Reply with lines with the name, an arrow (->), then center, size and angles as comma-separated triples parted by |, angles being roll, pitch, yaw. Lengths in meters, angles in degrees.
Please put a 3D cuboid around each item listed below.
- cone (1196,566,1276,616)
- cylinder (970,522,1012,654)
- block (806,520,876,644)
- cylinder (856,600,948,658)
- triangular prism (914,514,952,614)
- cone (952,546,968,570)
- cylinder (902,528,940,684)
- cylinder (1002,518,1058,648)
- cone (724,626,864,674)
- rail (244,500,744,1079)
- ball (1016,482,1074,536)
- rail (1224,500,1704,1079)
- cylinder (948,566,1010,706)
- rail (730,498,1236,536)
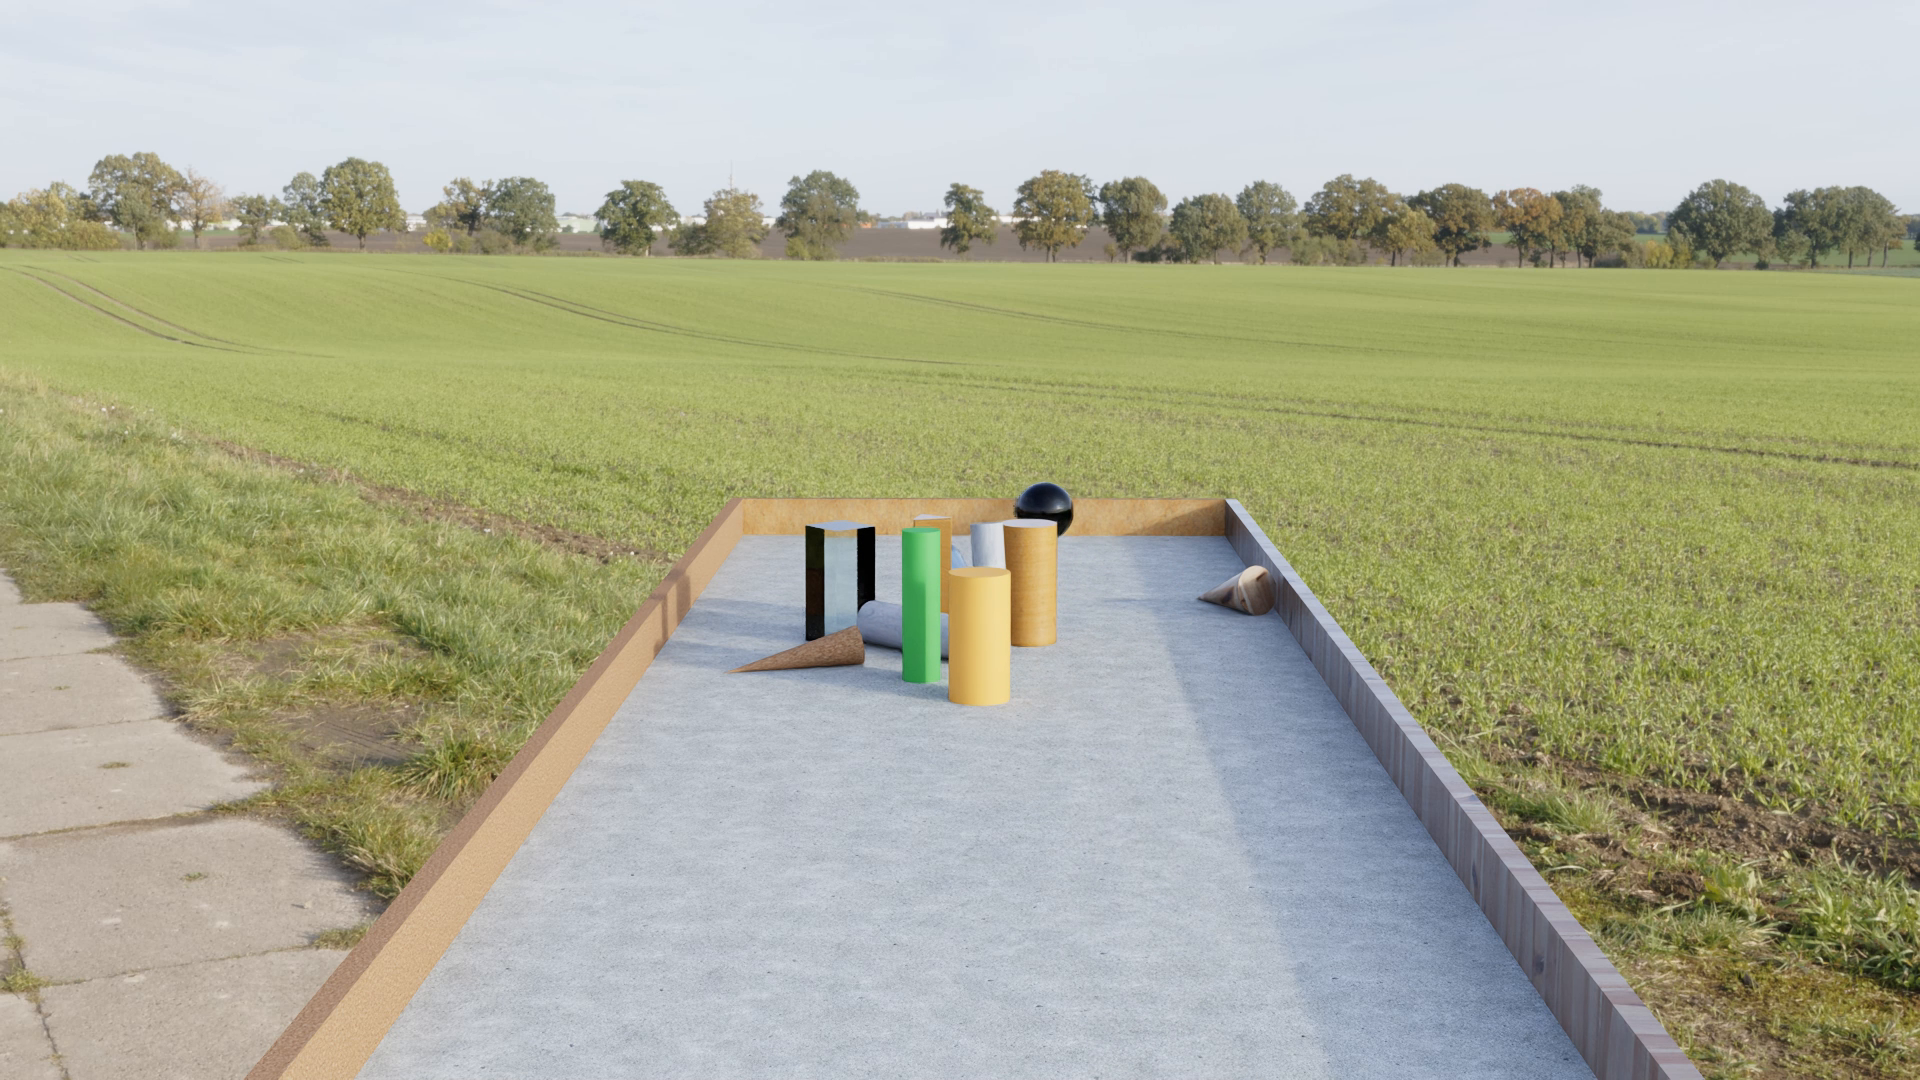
cone -> 0.915, 0.188, 7.563 | 0.167, 0.167, 0.345 | -6, -3, -31
cylinder -> 0.094, 0.150, 6.737 | 0.101, 0.405, 0.101 | -4, 4, 0
block -> -0.378, 0.138, 6.952 | 0.157, 0.371, 0.157 | -8, 13, -41
cylinder -> -0.119, 0.282, 6.795 | 0.445, 0.136, 0.136 | 9, 12, 43
triangular prism -> -0.103, 0.123, 6.961 | 0.124, 0.399, 0.107 | -3, 9, -19
cone -> 0.016, 0.155, 7.789 | 0.154, 0.154, 0.446 | -4, 20, -22
cylinder -> -0.113, 0.189, 6.407 | 0.112, 0.442, 0.112 | 0, 9, 0
cylinder -> 0.217, 0.134, 6.948 | 0.180, 0.380, 0.180 | 0, 9, 0
cone -> -0.505, 0.355, 6.578 | 0.425, 0.118, 0.118 | -11, 12, -17
rail -> -1.004, 0.839, 3.234 | 0.050, 0.150, 12.000 | 0, 9, 1
ball -> 0.347, -0.117, 8.985 | 0.239, 0.239, 0.239 | 0, 9, 0
rail -> 1.046, 0.843, 3.208 | 0.050, 0.150, 12.000 | 0, 9, 1
cylinder -> 0.054, 0.268, 6.162 | 0.173, 0.362, 0.173 | 0, 9, 0
rail -> 0.099, -0.098, 9.147 | 2.100, 0.150, 0.050 | 0, 9, 1
